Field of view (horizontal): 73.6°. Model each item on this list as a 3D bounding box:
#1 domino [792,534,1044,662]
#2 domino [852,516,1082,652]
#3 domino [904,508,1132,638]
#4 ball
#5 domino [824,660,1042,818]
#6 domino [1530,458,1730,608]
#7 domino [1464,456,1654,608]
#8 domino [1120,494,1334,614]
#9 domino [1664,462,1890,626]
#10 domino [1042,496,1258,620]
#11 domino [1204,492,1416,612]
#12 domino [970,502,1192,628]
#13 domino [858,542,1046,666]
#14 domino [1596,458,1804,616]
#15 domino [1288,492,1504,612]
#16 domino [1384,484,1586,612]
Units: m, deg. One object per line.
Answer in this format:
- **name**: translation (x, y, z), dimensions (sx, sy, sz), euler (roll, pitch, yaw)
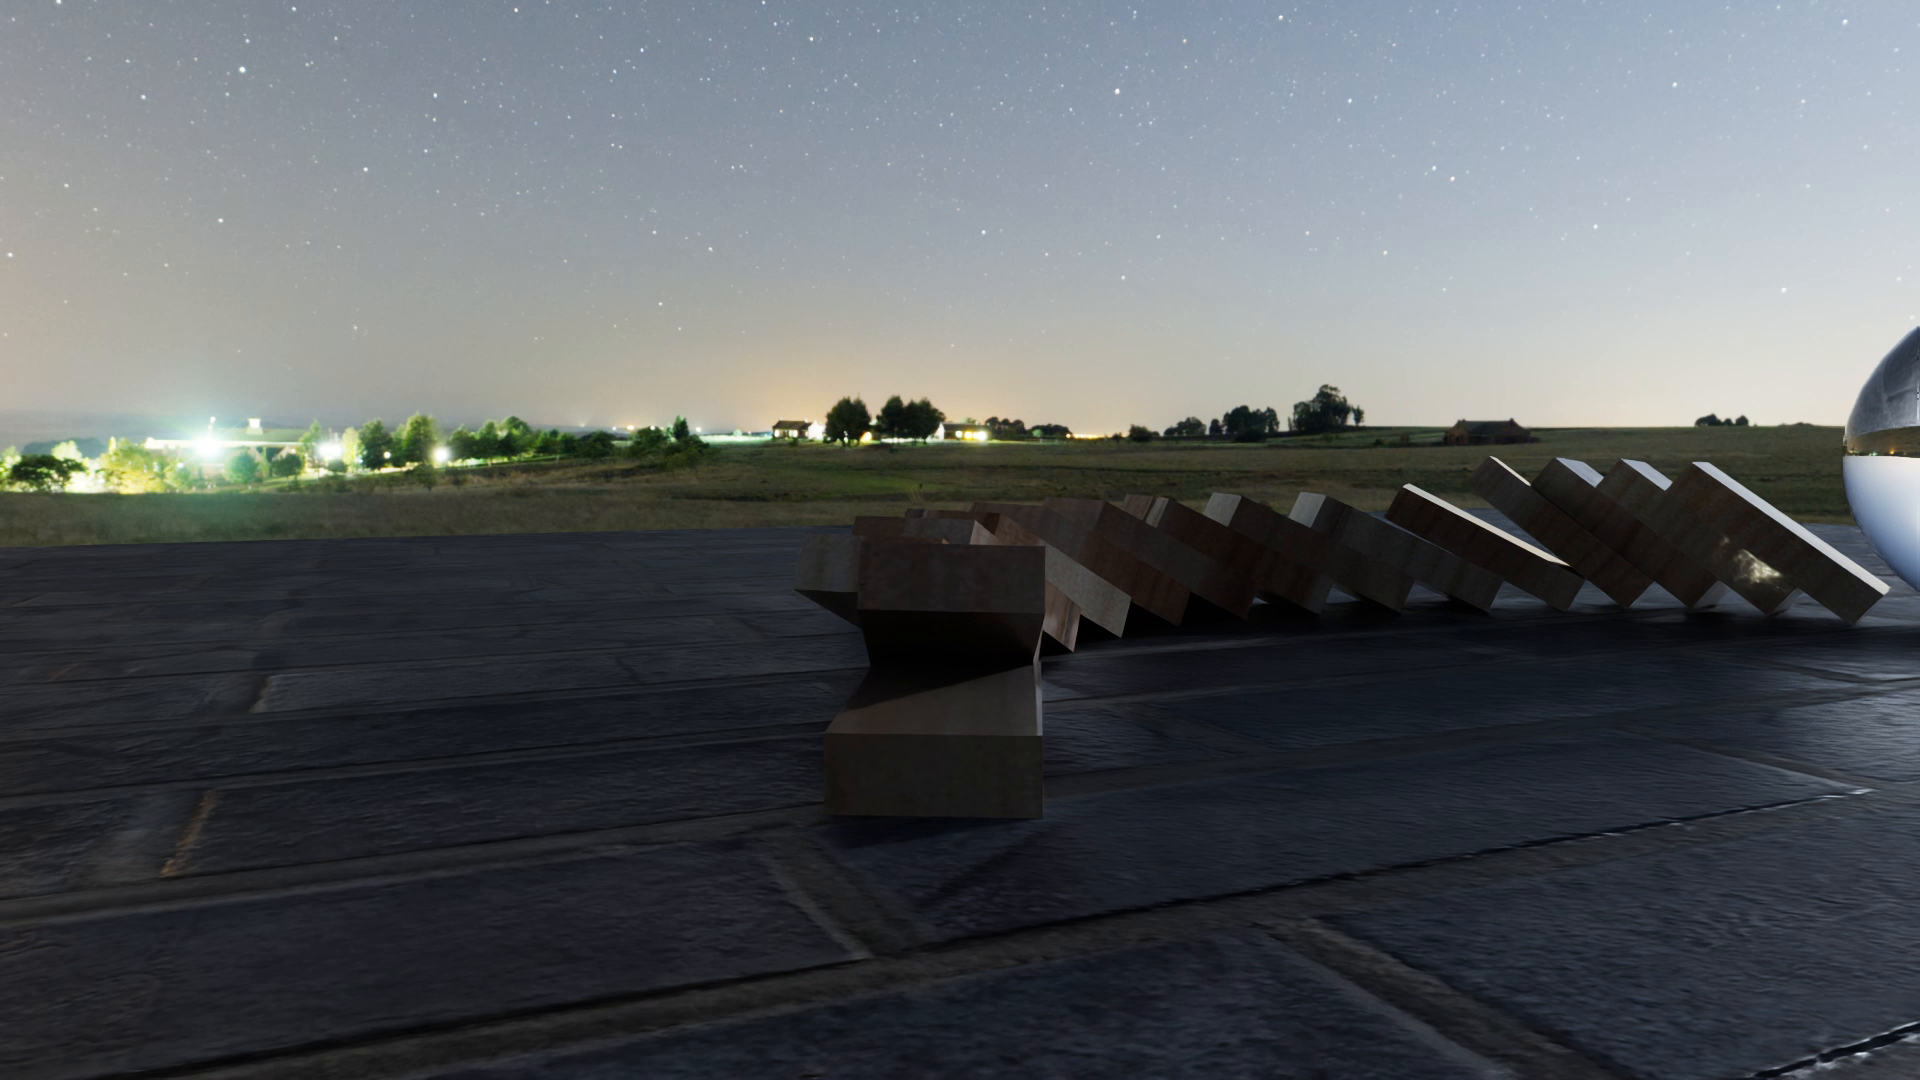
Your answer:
- **domino**: translation (-0.006, 0.012, 0.225), dimensions (0.025, 0.010, 0.050), euler (2, -18, 24)
- **domino**: translation (0.002, 0.009, 0.249), dimensions (0.025, 0.010, 0.050), euler (2, -19, 30)
- **domino**: translation (0.012, 0.008, 0.273), dimensions (0.025, 0.010, 0.050), euler (4, -19, 41)
- **ball**: translation (0.244, -0.019, 0.284), dimensions (0.080, 0.080, 0.080), euler (0, 4, 0)
- **domino**: translation (-0.002, 0.025, 0.171), dimensions (0.025, 0.010, 0.050), euler (0, 4, 3)
- **domino**: translation (0.178, -0.002, 0.339), dimensions (0.025, 0.009, 0.050), euler (1, 39, -48)
- **domino**: translation (0.159, -0.003, 0.341), dimensions (0.050, 0.009, 0.025), euler (43, 19, 19)
- **domino**: translation (0.066, 0.003, 0.324), dimensions (0.050, 0.010, 0.025), euler (25, -3, -17)
- **domino**: translation (0.201, 0.000, 0.316), dimensions (0.025, 0.009, 0.050), euler (-4, 42, -51)
- **domino**: translation (0.045, 0.004, 0.310), dimensions (0.050, 0.010, 0.025), euler (26, -8, -27)
- **domino**: translation (0.089, 0.003, 0.334), dimensions (0.050, 0.010, 0.025), euler (25, 2, -7)
- **domino**: translation (0.027, 0.006, 0.294), dimensions (0.050, 0.010, 0.025), euler (27, -13, -36)
- **domino**: translation (-0.001, 0.013, 0.196), dimensions (0.025, 0.010, 0.050), euler (1, -19, 0)
- **domino**: translation (0.190, -0.001, 0.329), dimensions (0.025, 0.009, 0.050), euler (-1, 40, -49)
- **domino**: translation (0.113, 0.003, 0.337), dimensions (0.050, 0.010, 0.025), euler (25, 4, -2)
- **domino**: translation (0.140, 0.001, 0.343), dimensions (0.050, 0.010, 0.025), euler (31, 15, 19)
